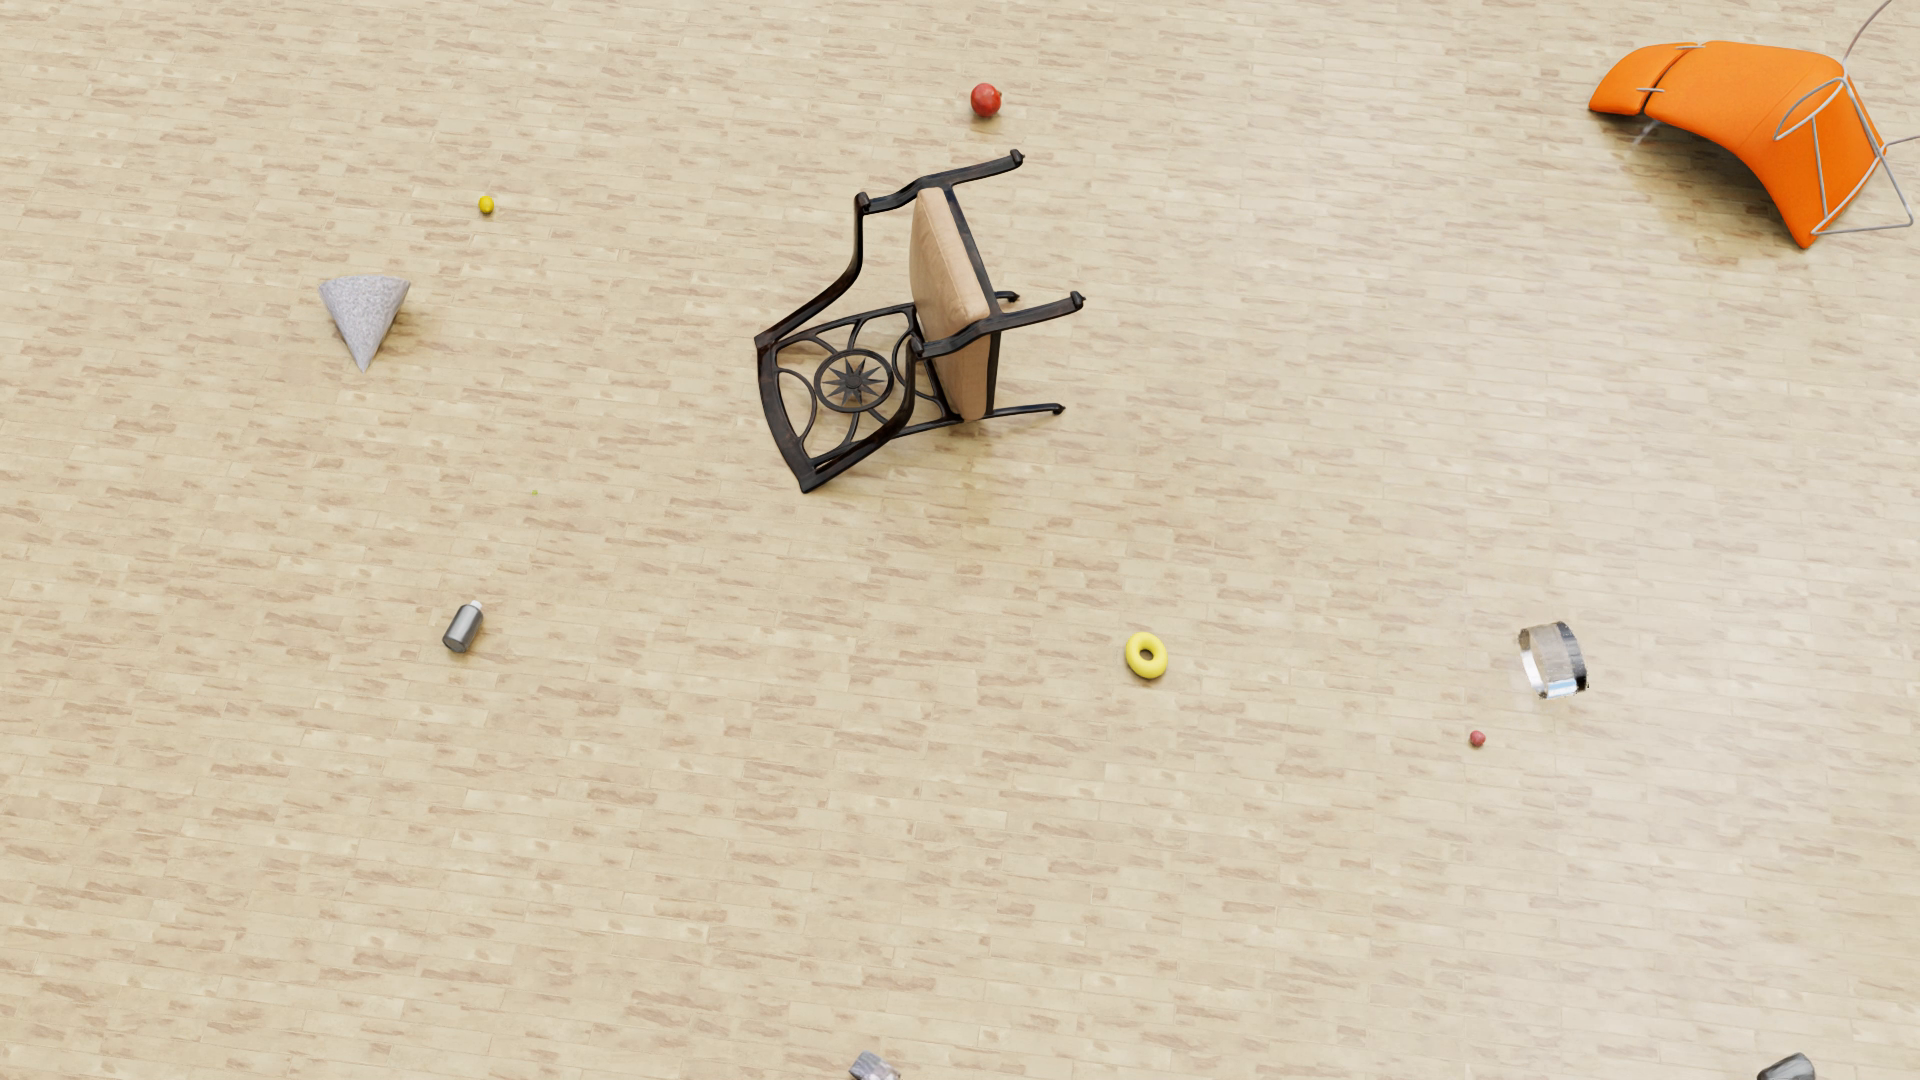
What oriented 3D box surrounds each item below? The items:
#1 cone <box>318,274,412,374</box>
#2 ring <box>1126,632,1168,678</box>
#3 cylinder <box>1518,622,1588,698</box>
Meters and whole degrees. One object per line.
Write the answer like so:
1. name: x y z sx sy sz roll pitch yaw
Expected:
1. cone: -1.886 -0.662 6.959 0.300 0.203 0.294 -5 75 8
2. ring: 0.536 0.331 6.320 0.117 0.054 0.150 -18 57 -10
3. cylinder: 1.686 0.341 6.256 0.112 0.149 0.224 -10 54 -10
